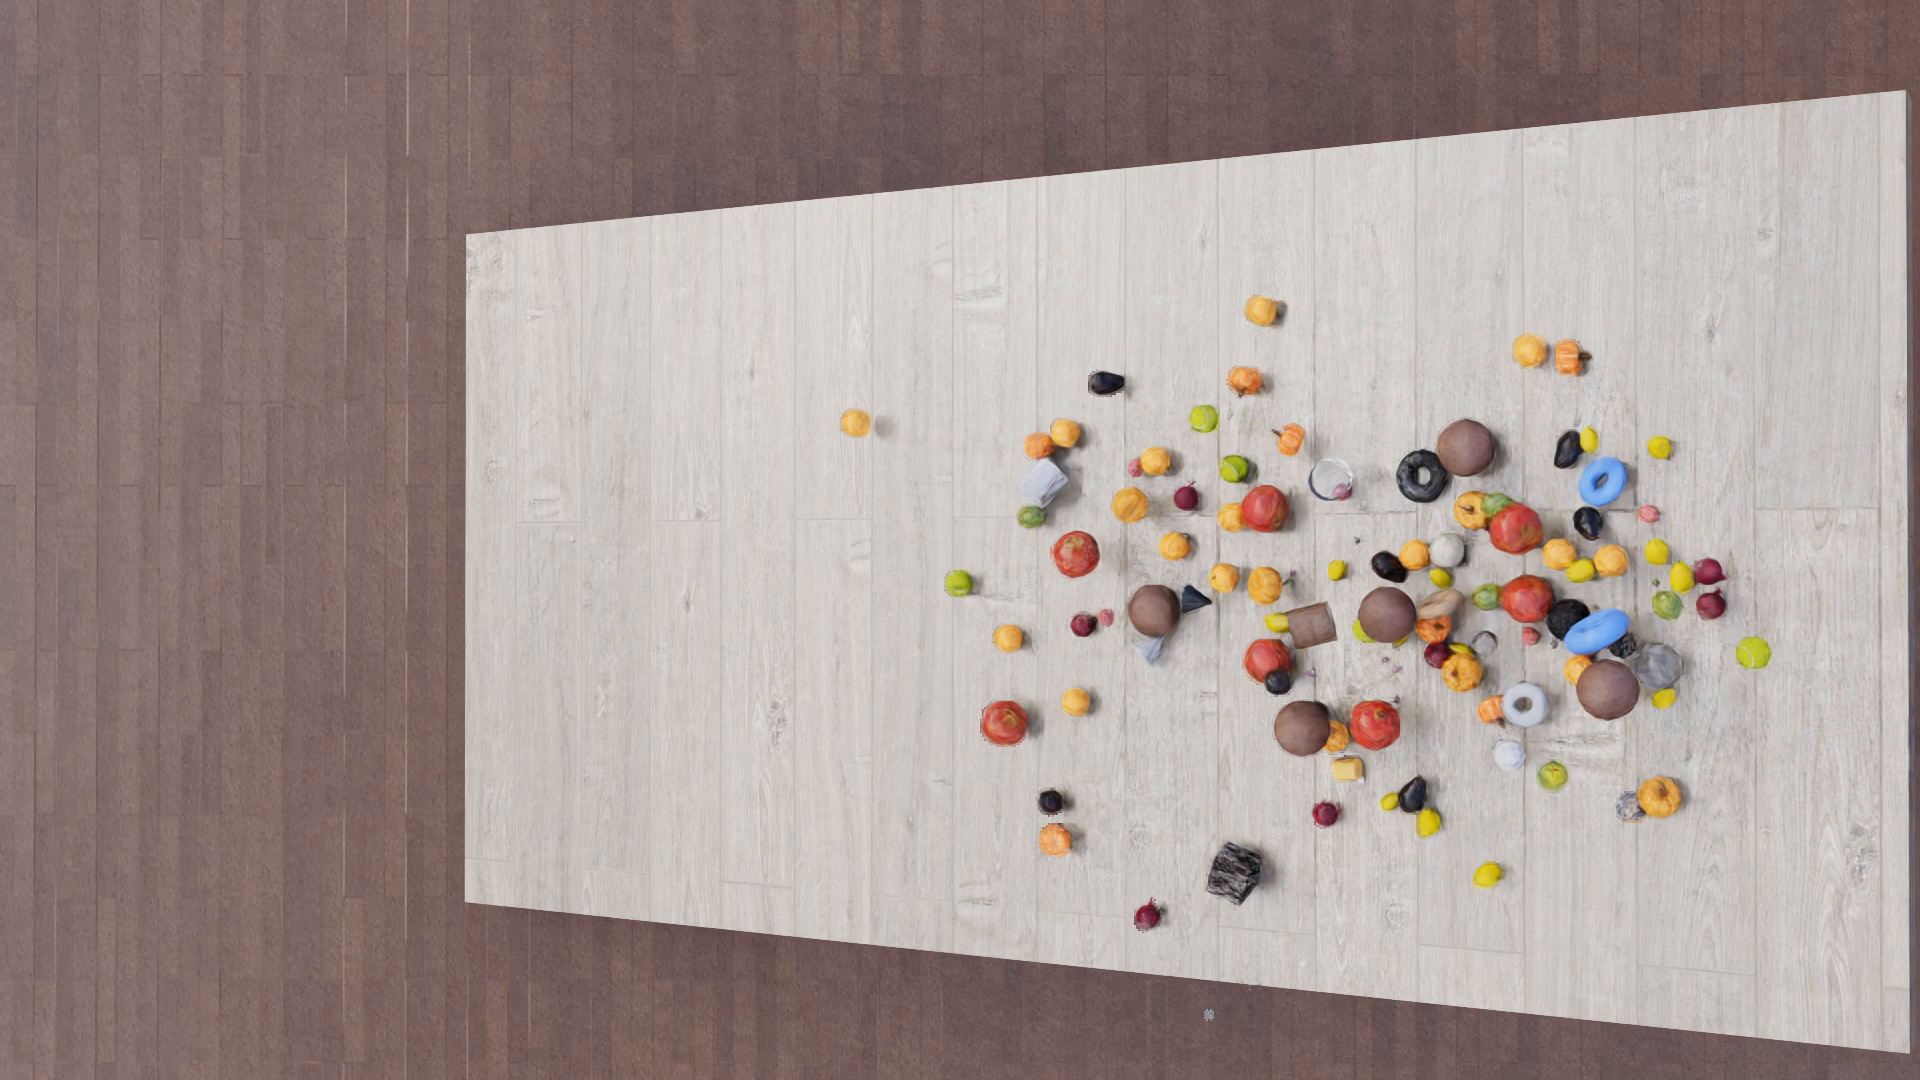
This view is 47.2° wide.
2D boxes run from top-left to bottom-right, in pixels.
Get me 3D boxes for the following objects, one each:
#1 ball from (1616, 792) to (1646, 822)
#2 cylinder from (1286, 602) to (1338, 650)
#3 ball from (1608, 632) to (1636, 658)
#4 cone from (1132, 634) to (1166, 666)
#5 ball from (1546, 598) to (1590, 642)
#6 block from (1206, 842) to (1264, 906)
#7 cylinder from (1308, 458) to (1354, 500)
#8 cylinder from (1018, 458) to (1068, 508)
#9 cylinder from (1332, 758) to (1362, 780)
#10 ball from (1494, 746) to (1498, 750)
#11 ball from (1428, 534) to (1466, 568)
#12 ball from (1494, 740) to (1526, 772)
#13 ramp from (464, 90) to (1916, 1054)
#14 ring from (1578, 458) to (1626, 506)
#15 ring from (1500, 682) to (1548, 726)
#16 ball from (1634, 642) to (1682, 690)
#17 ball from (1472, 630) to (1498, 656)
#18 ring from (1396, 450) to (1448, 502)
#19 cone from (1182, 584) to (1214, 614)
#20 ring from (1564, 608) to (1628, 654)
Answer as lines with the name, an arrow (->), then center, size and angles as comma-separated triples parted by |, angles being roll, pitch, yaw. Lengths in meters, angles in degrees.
ball -> 1.471, 0.585, 4.815 | 0.063, 0.063, 0.063 | 0, 89, 0
cylinder -> 0.766, 0.186, 4.783 | 0.088, 0.088, 0.088 | -15, 89, 16
ball -> 1.439, 0.227, 4.778 | 0.060, 0.060, 0.060 | 0, 89, 0
cone -> 0.476, 0.257, 5.404 | 0.078, 0.078, 0.078 | -42, 90, 4
ball -> 1.349, 0.178, 4.871 | 0.096, 0.096, 0.096 | 0, 89, 0
block -> 0.654, 0.796, 5.247 | 0.092, 0.092, 0.092 | 23, 124, 21
cylinder -> 0.857, -0.141, 5.082 | 0.093, 0.093, 0.093 | 2, 98, 16
cylinder -> 0.207, -0.143, 5.526 | 0.090, 0.090, 0.090 | 41, 81, 0
cylinder -> 0.908, 0.536, 5.150 | 0.052, 0.052, 0.052 | -8, 89, 35
ball -> 1.231, 0.484, 4.963 | 0.053, 0.053, 0.053 | 0, 89, 0
ball -> 1.112, 0.025, 5.021 | 0.081, 0.081, 0.081 | 0, 89, 0
ball -> 1.225, 0.482, 4.900 | 0.067, 0.067, 0.067 | 0, 89, 0
ramp -> 0.268, 0.074, 5.621 | 4.000, 0.100, 2.000 | 0, 89, 30
ring -> 1.415, -0.129, 4.843 | 0.039, 0.116, 0.116 | 29, 89, -30
ring -> 1.259, 0.367, 4.903 | 0.103, 0.034, 0.103 | 3, 100, 17
ball -> 1.512, 0.273, 4.761 | 0.100, 0.100, 0.100 | 0, 89, 0
ball -> 1.182, 0.233, 4.950 | 0.056, 0.056, 0.056 | 0, 89, 0
ring -> 1.066, -0.147, 5.072 | 0.123, 0.041, 0.123 | 1, 91, 30
cone -> 0.578, 0.146, 5.288 | 0.071, 0.071, 0.071 | 9, 89, 26
ring -> 1.378, 0.198, 4.759 | 0.145, 0.145, 0.048 | -31, 97, 0
